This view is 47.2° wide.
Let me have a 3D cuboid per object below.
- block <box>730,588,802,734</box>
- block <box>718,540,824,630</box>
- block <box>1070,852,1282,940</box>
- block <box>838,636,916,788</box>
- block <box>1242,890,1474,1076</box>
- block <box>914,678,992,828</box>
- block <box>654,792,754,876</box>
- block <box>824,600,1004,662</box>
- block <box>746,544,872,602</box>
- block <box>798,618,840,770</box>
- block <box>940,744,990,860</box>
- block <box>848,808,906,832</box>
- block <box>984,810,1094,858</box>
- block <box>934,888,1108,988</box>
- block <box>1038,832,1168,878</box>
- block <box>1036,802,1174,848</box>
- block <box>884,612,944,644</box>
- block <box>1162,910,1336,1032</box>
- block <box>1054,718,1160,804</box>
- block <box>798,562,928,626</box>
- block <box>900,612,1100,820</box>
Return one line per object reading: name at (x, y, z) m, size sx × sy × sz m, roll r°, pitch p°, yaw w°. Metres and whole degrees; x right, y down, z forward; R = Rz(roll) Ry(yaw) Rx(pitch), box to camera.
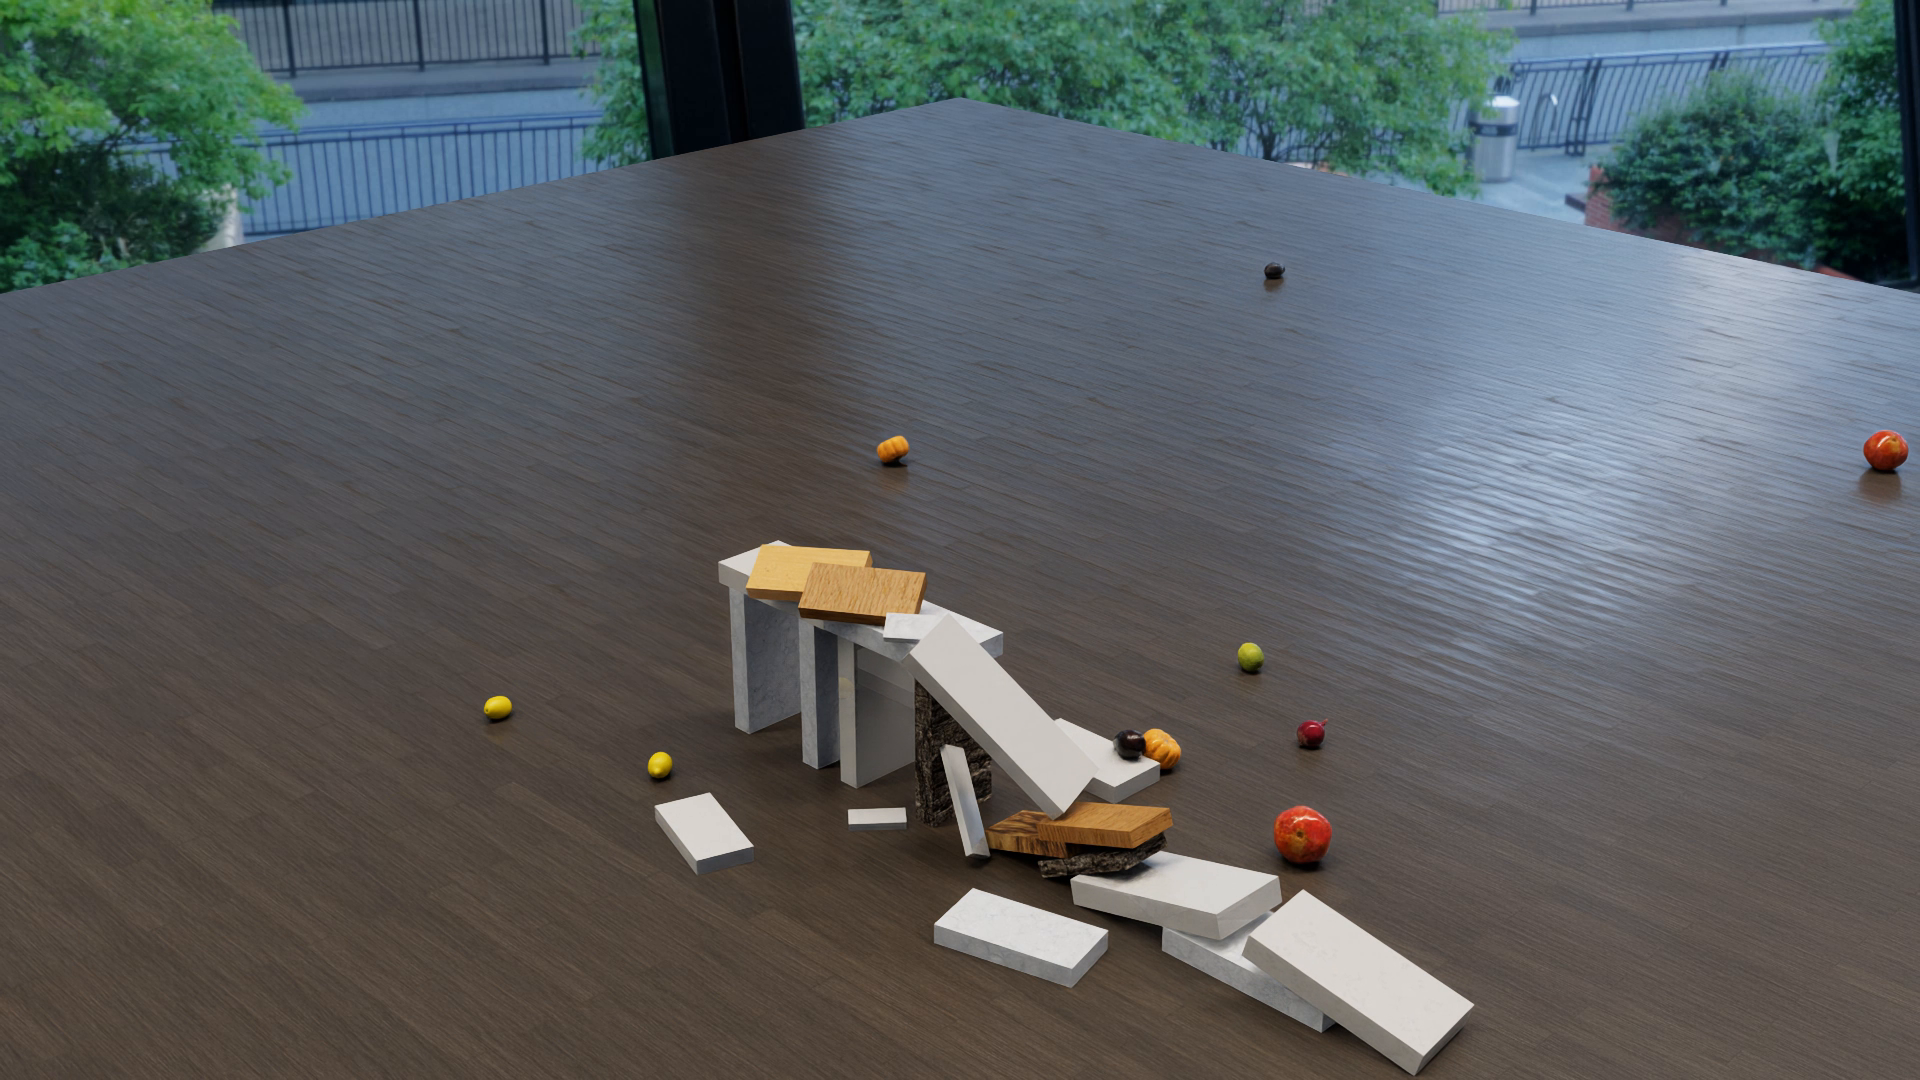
block at (-0.414, 0.237, 4.773) m, size 0.047 × 0.335 × 0.167 m, roll 21°, pitch 31°, yaw 41°
block at (-0.336, 0.092, 4.626) m, size 0.335 × 0.047 × 0.167 m, roll 21°, pitch 31°, yaw 41°
block at (0.396, 0.648, 4.066) m, size 0.178 × 0.050 × 0.356 m, roll -21°, pitch 18°, yaw -40°
block at (-0.171, 0.329, 4.553) m, size 0.048 × 0.337 × 0.169 m, roll 21°, pitch 31°, yaw 41°
block at (0.683, 0.757, 3.787) m, size 0.356 × 0.050 × 0.178 m, roll 33°, pitch 38°, yaw 27°
block at (-0.013, 0.391, 4.407) m, size 0.169 × 0.338 × 0.048 m, roll -21°, pitch 31°, yaw -41°
block at (-0.507, 0.580, 4.351) m, size 0.118 × 0.033 × 0.236 m, roll -11°, pitch 25°, yaw -25°
block at (-0.095, 0.183, 4.405) m, size 0.338 × 0.048 × 0.169 m, roll 21°, pitch 31°, yaw 40°
block at (-0.309, 0.071, 4.510) m, size 0.236 × 0.033 × 0.118 m, roll 3°, pitch 49°, yaw 16°
block at (-0.256, 0.299, 4.628) m, size 0.047 × 0.335 × 0.167 m, roll 21°, pitch 31°, yaw 41°
block at (0.009, 0.513, 4.316) m, size 0.016 × 0.230 × 0.058 m, roll -30°, pitch -30°, yaw 29°
block at (-0.166, 0.561, 4.417) m, size 0.115 × 0.016 × 0.058 m, roll -2°, pitch 23°, yaw -4°
block at (0.165, 0.571, 4.279) m, size 0.118 × 0.034 × 0.237 m, roll -21°, pitch 13°, yaw -40°
block at (0.111, 0.723, 4.006) m, size 0.284 × 0.040 × 0.142 m, roll 13°, pitch 26°, yaw 28°
block at (0.270, 0.596, 4.176) m, size 0.118 × 0.034 × 0.237 m, roll -21°, pitch 3°, yaw -40°
block at (0.271, 0.536, 4.146) m, size 0.237 × 0.034 × 0.118 m, roll -3°, pitch 14°, yaw 46°
block at (-0.089, 0.174, 4.307) m, size 0.115 × 0.016 × 0.058 m, roll 3°, pitch 55°, yaw 7°
block at (0.556, 0.748, 3.934) m, size 0.356 × 0.050 × 0.178 m, roll 21°, pitch 31°, yaw 40°
block at (0.266, 0.462, 4.620) m, size 0.142 × 0.040 × 0.283 m, roll -21°, pitch 31°, yaw -40°
block at (-0.194, 0.111, 4.405) m, size 0.236 × 0.033 × 0.118 m, roll 5°, pitch 51°, yaw 13°
block at (0.077, 0.337, 4.212) m, size 0.420 × 0.040 × 0.142 m, roll 46°, pitch 47°, yaw -1°
